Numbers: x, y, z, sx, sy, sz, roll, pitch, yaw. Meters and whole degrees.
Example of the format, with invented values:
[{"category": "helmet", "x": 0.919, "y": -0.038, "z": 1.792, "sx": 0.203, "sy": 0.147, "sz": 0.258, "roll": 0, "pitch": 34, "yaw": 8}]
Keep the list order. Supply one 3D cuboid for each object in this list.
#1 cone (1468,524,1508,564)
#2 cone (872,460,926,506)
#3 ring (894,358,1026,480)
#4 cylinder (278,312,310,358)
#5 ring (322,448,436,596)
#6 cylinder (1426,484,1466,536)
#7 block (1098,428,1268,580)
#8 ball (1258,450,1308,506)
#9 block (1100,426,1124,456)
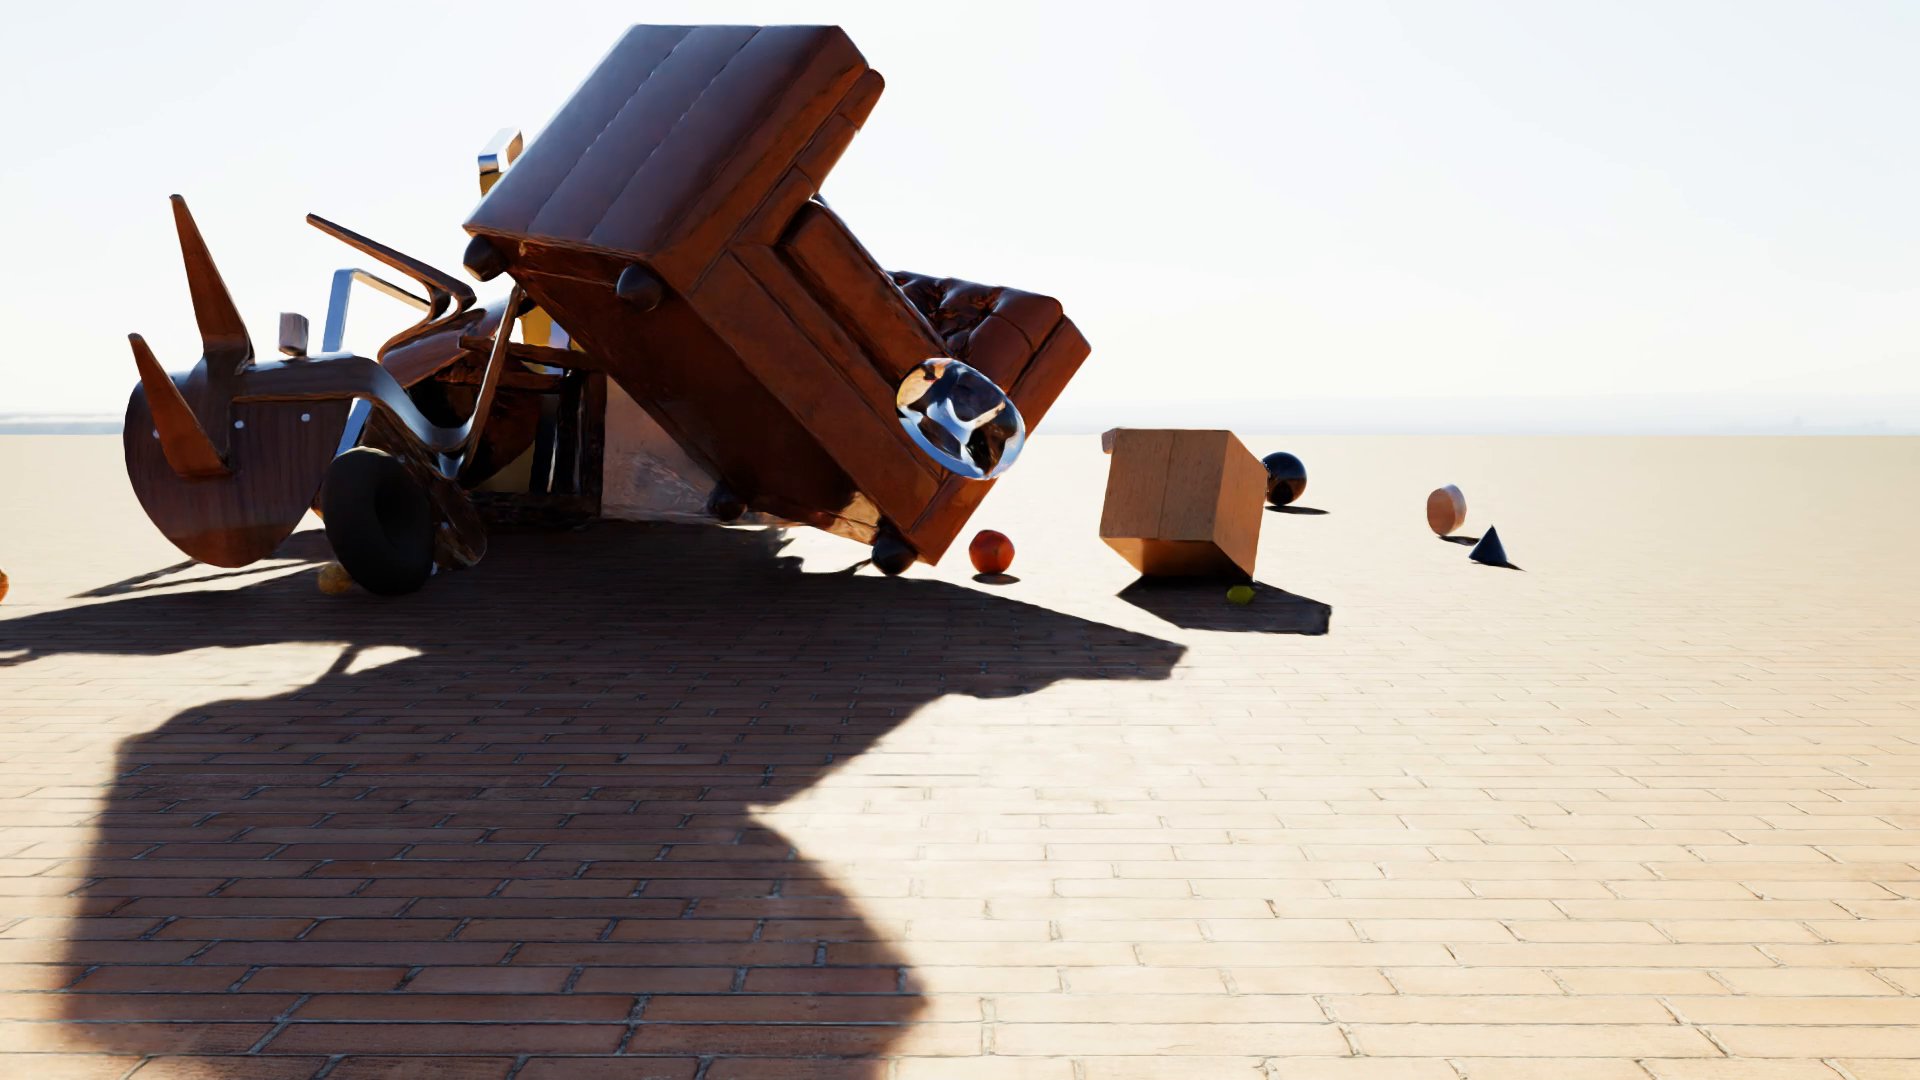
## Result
[{"category": "cone", "x": 1.377, "y": 0.002, "z": 5.709, "sx": 0.120, "sy": 0.093, "sz": 0.094, "roll": -7, "pitch": 19, "yaw": -36}, {"category": "cone", "x": -0.206, "y": -0.245, "z": 8.211, "sx": 0.191, "sy": 0.174, "sz": 0.092, "roll": -34, "pitch": -10, "yaw": 3}, {"category": "ring", "x": -0.001, "y": -0.261, "z": 4.740, "sx": 0.314, "sy": 0.145, "sz": 0.280, "roll": 32, "pitch": -22, "yaw": 27}, {"category": "cylinder", "x": -1.644, "y": -0.507, "z": 5.425, "sx": 0.059, "sy": 0.088, "sz": 0.101, "roll": -3, "pitch": -12, "yaw": 12}, {"category": "ring", "x": -1.264, "y": -0.038, "z": 4.790, "sx": 0.114, "sy": 0.347, "sz": 0.301, "roll": -13, "pitch": 30, "yaw": 19}, {"category": "cylinder", "x": 1.489, "y": -0.093, "z": 6.735, "sx": 0.092, "sy": 0.147, "sz": 0.094, "roll": 0, "pitch": 11, "yaw": 34}, {"category": "block", "x": 0.529, "y": -0.085, "z": 5.176, "sx": 0.283, "sy": 0.270, "sz": 0.283, "roll": 2, "pitch": -18, "yaw": 28}, {"category": "ball", "x": 1.232, "y": -0.238, "z": 8.470, "sx": 0.212, "sy": 0.212, "sz": 0.212, "roll": 0, "pitch": 4, "yaw": 0}, {"category": "block", "x": 0.586, "y": -0.367, "z": 8.166, "sx": 0.074, "sy": 0.076, "sz": 0.097, "roll": 12, "pitch": -24, "yaw": -41}]
